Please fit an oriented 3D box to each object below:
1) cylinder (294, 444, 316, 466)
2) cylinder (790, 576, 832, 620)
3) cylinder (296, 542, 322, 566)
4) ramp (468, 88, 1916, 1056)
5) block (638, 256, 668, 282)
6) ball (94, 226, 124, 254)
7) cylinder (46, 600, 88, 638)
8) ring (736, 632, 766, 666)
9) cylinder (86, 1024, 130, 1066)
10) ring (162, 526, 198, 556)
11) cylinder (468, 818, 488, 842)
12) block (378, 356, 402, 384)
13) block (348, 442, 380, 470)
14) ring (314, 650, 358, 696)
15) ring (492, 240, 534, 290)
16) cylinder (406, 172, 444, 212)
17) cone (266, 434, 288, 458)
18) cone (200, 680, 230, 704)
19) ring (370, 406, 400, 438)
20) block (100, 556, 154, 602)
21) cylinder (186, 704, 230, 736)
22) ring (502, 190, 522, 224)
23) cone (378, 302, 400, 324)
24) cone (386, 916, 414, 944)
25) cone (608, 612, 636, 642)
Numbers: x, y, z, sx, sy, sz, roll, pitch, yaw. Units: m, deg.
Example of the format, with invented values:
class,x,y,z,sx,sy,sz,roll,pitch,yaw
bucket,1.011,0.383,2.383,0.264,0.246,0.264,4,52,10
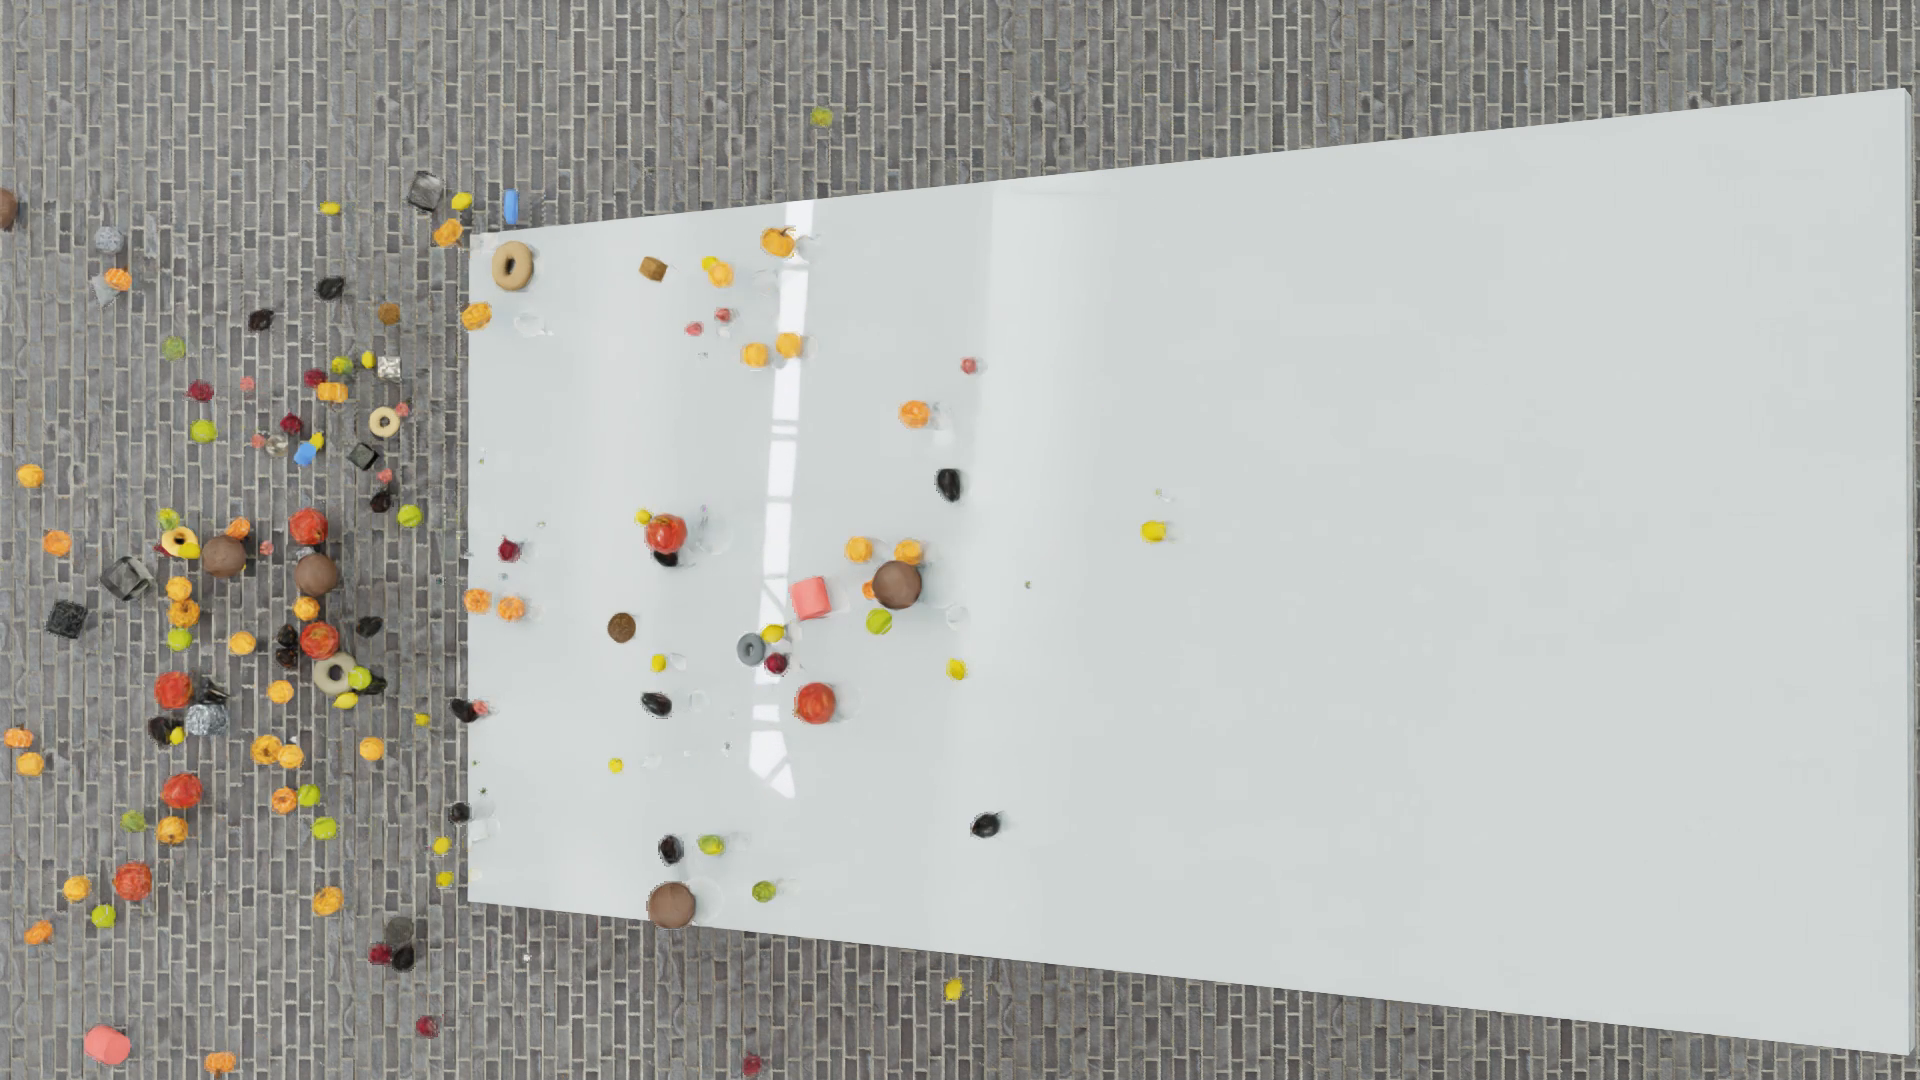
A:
class,x,y,z,sx,sy,sz,roll,pitch,yaw
cylinder,-1.978,-0.258,6.647,0.051,0.051,0.051,45,131,0
cylinder,-0.400,0.157,5.901,0.092,0.092,0.092,-17,80,0
cylinder,-1.970,0.043,6.658,0.055,0.055,0.055,-21,90,0
ramp,0.266,0.073,5.615,4.000,0.100,2.000,0,89,31
block,-0.867,-0.766,6.214,0.050,0.050,0.050,36,107,26
ball,-2.574,-0.907,6.651,0.087,0.087,0.087,0,89,0
cylinder,-2.694,0.240,6.636,0.092,0.092,0.092,20,87,0
ring,-0.574,0.300,6.041,0.091,0.030,0.091,-1,88,32
cylinder,-2.554,1.514,6.592,0.093,0.093,0.093,18,89,32
ring,-2.352,0.005,6.631,0.105,0.035,0.105,16,49,-20
cylinder,-1.432,0.862,6.535,0.053,0.053,0.053,-21,69,0
block,-1.724,-0.514,6.647,0.065,0.065,0.065,0,77,-10
block,-1.807,-0.253,6.659,0.060,0.060,0.060,37,90,0
ring,-1.889,0.402,6.659,0.140,0.047,0.140,0,88,1
ring,-1.322,-0.809,6.488,0.149,0.050,0.149,-1,88,32
cylinder,-1.612,-1.048,6.632,0.088,0.088,0.088,25,104,0
cone,-2.077,-0.287,6.654,0.069,0.069,0.069,0,89,0
cone,-2.248,0.469,6.664,0.080,0.080,0.080,17,89,-26
ring,-1.747,-0.358,6.674,0.094,0.031,0.094,0,88,0
block,-2.513,0.116,6.633,0.092,0.092,0.092,-45,89,6
cylinder,-2.265,0.541,6.622,0.092,0.092,0.092,-2,86,21
ring,-1.346,-0.997,6.599,0.034,0.102,0.102,-16,89,-29
cone,-1.738,-0.689,6.658,0.069,0.069,0.069,0,89,0
cone,-1.697,1.160,6.623,0.086,0.086,0.086,-7,105,-27
cone,-0.983,0.248,6.281,0.086,0.086,0.086,-1,91,-32
